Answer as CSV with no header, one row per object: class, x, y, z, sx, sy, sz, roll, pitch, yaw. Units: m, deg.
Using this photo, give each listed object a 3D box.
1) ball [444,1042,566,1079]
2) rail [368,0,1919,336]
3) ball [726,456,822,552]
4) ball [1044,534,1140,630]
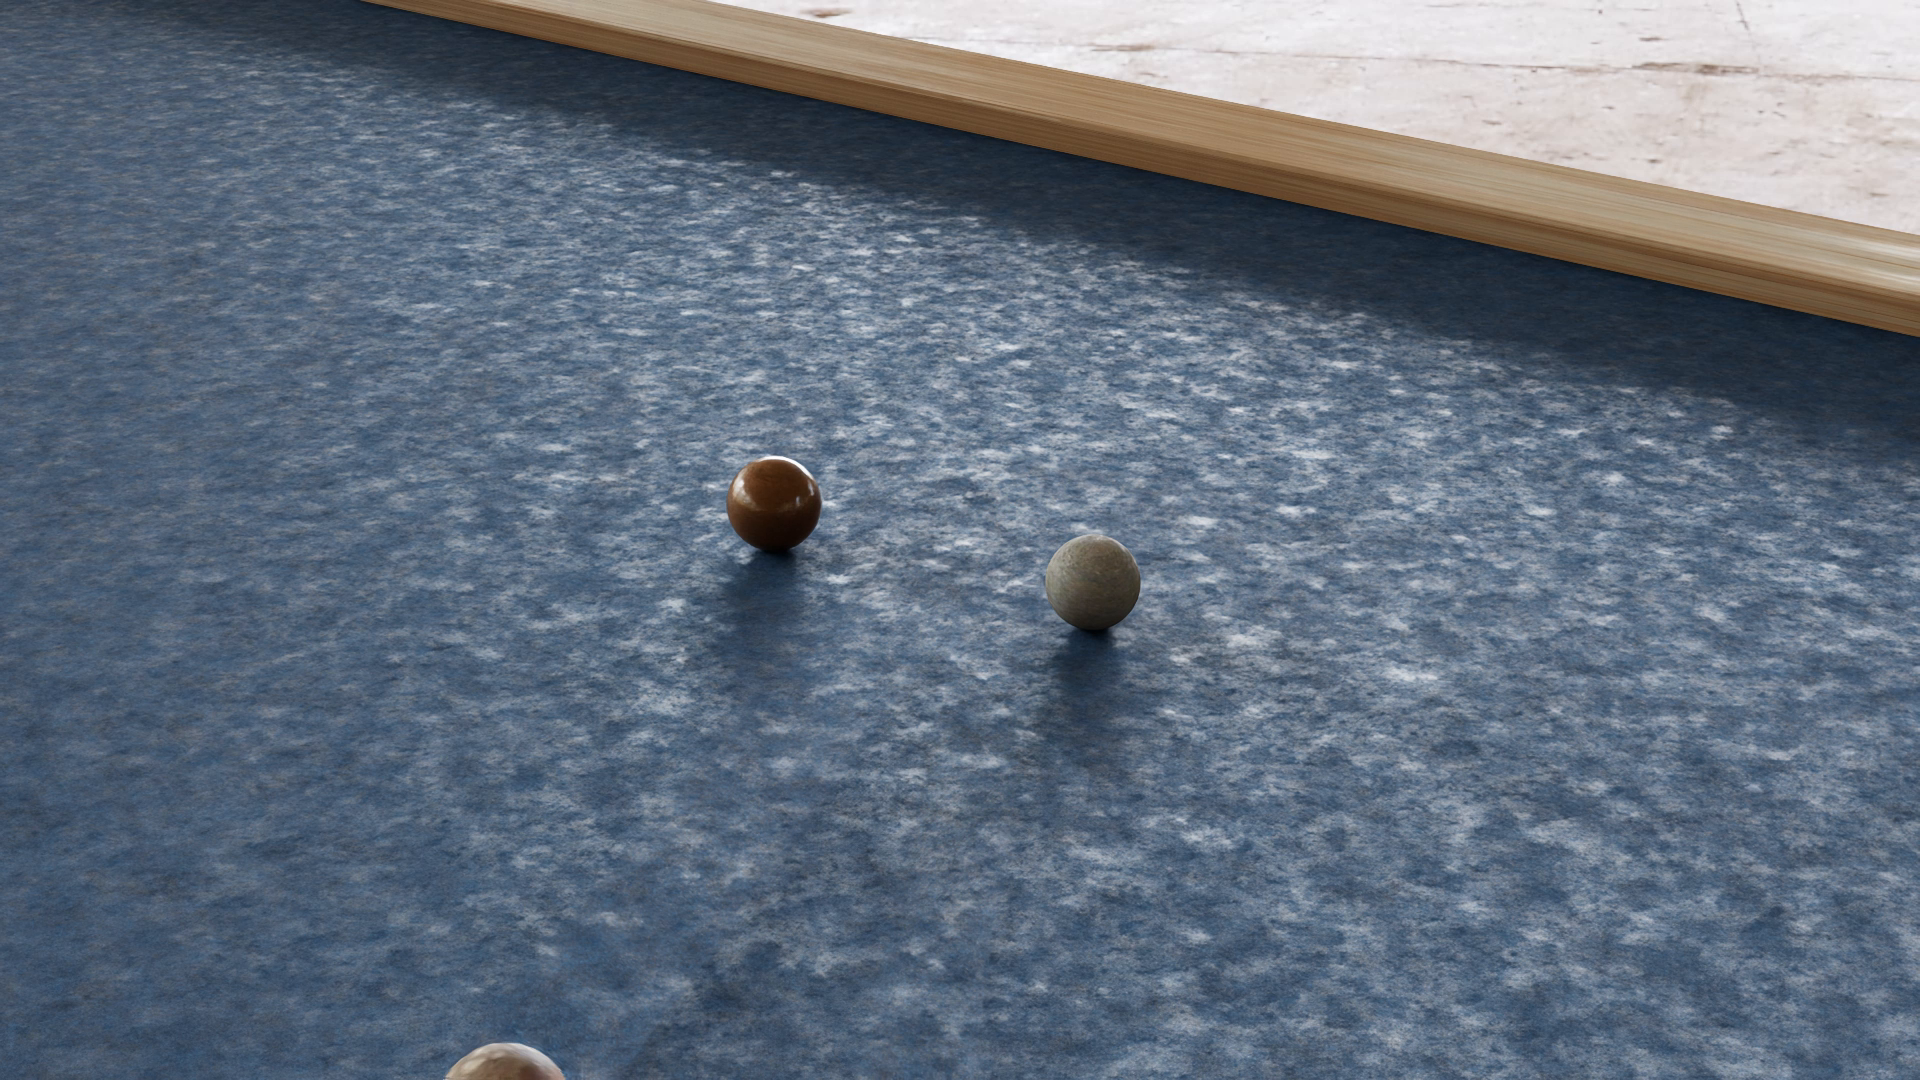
ball,-0.264,0.331,1.703,0.079,0.079,0.079,0,22,0
rail,-0.016,-0.608,3.992,4.233,0.110,0.045,18,28,38
ball,-0.164,-0.032,2.599,0.084,0.084,0.084,0,22,0
ball,0.110,0.035,2.438,0.079,0.079,0.079,0,22,0
